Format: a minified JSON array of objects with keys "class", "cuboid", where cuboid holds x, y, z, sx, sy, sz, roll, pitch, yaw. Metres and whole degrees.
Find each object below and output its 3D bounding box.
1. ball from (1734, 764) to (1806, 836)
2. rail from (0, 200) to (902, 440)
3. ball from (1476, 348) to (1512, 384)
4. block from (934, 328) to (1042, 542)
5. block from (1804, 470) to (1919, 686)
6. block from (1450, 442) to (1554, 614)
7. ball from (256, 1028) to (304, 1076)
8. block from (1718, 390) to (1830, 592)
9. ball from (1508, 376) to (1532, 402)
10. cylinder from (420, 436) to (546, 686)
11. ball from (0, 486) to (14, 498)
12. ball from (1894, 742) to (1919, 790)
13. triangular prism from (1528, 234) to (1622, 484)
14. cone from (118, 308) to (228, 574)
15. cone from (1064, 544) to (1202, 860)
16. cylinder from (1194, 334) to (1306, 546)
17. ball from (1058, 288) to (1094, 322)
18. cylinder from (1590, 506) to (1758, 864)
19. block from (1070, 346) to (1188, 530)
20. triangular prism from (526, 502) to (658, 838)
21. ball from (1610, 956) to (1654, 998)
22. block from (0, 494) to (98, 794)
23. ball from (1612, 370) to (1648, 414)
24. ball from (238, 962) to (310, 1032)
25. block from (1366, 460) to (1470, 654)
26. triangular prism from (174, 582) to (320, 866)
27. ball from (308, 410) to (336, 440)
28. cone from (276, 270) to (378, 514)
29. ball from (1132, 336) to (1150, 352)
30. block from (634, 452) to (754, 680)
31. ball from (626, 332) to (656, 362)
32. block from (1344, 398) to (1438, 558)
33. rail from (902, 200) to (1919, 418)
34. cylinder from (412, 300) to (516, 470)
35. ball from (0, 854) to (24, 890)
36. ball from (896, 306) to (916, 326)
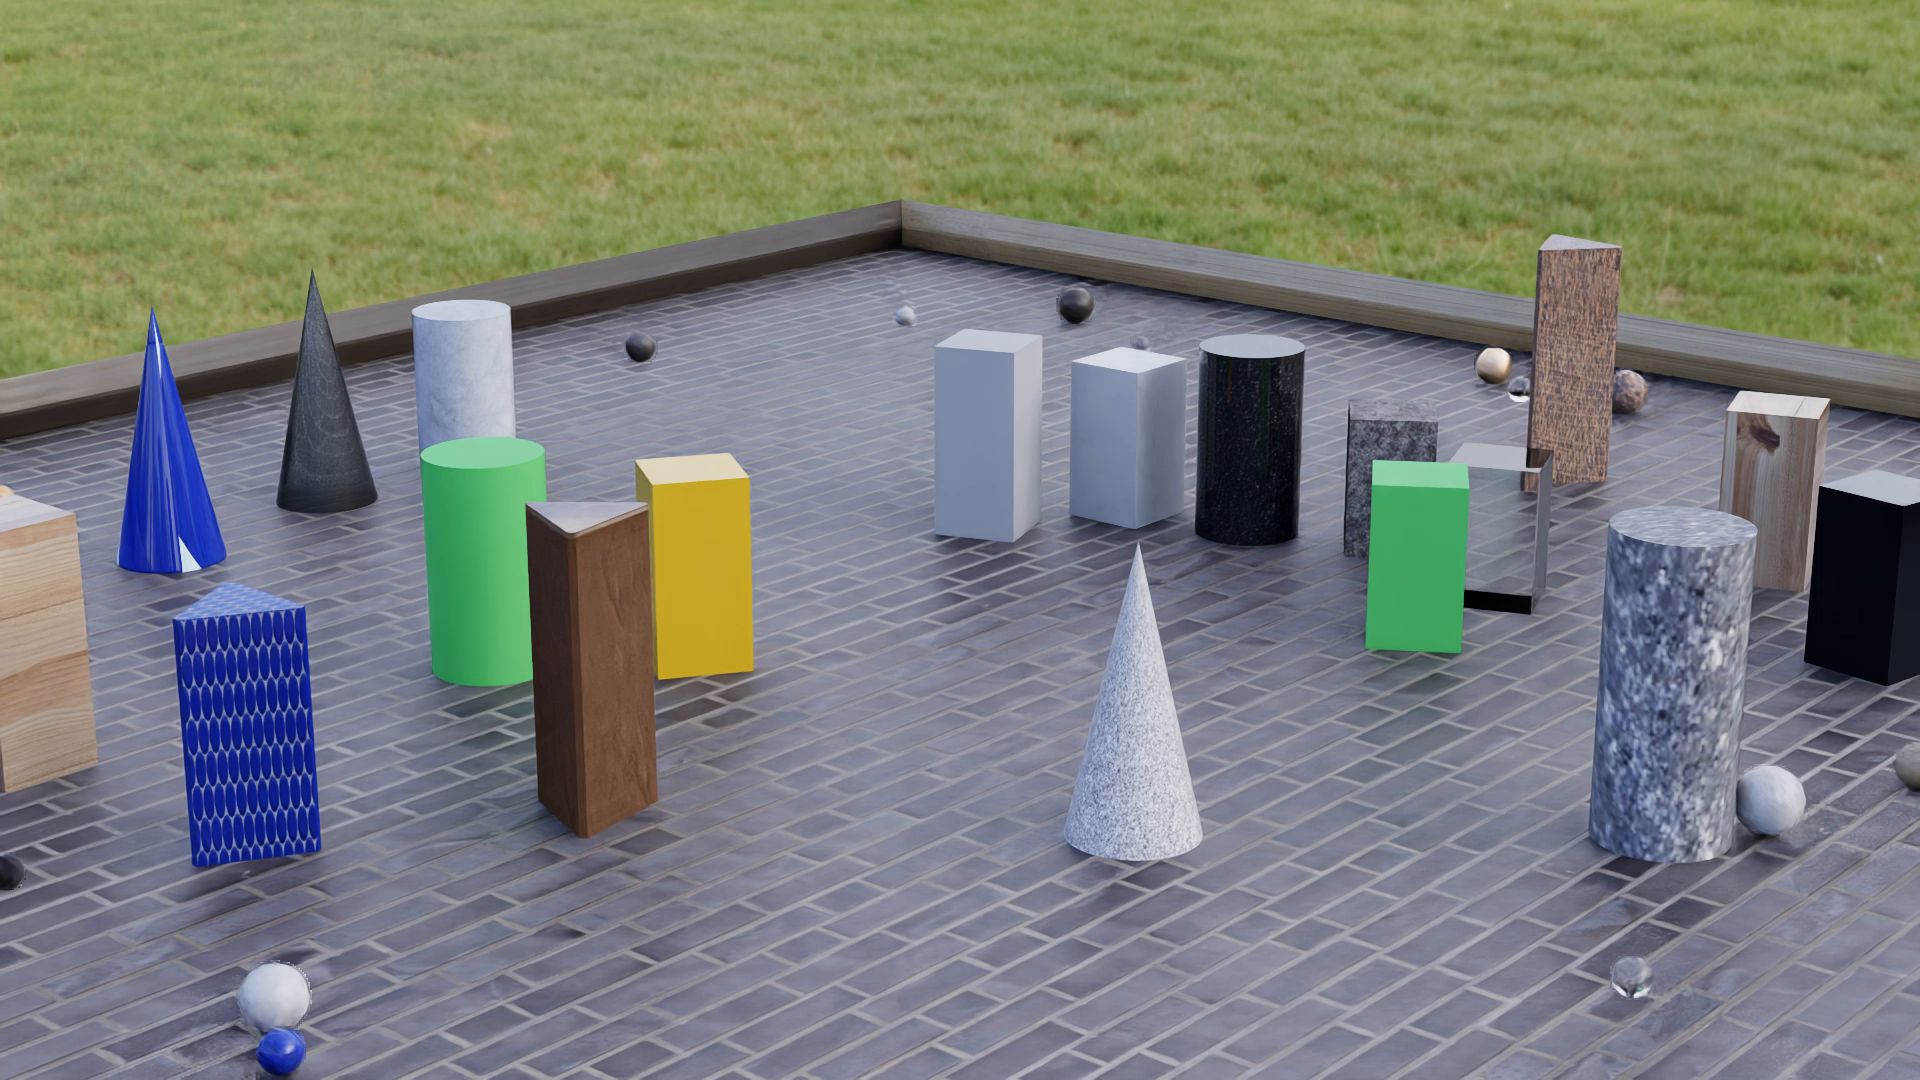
[{"class":"ball","cuboid":[1.122,0.361,4.067,0.098,0.098,0.098,0,17,0]},{"class":"rail","cuboid":[-1.646,-0.381,6.488,0.045,0.127,4.579,14,22,39]},{"class":"ball","cuboid":[1.205,-0.394,6.612,0.082,0.082,0.082,0,17,0]},{"class":"block","cuboid":[0.053,-0.196,5.476,0.156,0.360,0.156,6,18,20]},{"class":"block","cuboid":[1.488,0.059,4.736,0.156,0.299,0.156,-13,21,-38]},{"class":"block","cuboid":[0.931,-0.022,5.083,0.156,0.253,0.156,6,18,19]},{"class":"ball","cuboid":[-0.786,0.592,3.392,0.054,0.054,0.054,0,17,0]},{"class":"block","cuboid":[1.438,-0.088,5.197,0.156,0.314,0.156,7,18,22]},{"class":"ball","cuboid":[1.233,-0.330,6.444,0.058,0.058,0.058,0,17,0]},{"class":"cylinder","cuboid":[-0.759,0.033,4.716,0.195,0.360,0.195,0,17,0]},{"class":"ball","cuboid":[-1.845,-0.083,5.648,0.043,0.043,0.043,0,17,0]},{"class":"ball","cuboid":[1.389,0.327,4.248,0.068,0.068,0.068,0,17,0]},{"class":"triangular prism","cuboid":[1.194,-0.361,5.828,0.169,0.472,0.146,-3,17,-9]},{"class":"cone","cuboid":[-1.435,-0.193,5.274,0.195,0.471,0.195,0,17,0]},{"class":"cone","cuboid":[0.242,0.205,4.030,0.195,0.426,0.195,0,17,0]},{"class":"cylinder","cuboid":[0.538,-0.187,5.454,0.195,0.355,0.195,0,17,0]},{"class":"ball","cuboid":[0.285,-0.578,7.213,0.088,0.088,0.088,0,17,0]},{"class":"cylinder","cuboid":[0.975,0.196,4.019,0.195,0.450,0.195,0,17,0]},{"class":"block","cuboid":[0.319,-0.196,5.577,0.156,0.301,0.156,14,21,38]},{"class":"triangular prism","cuboid":[-0.542,0.171,4.115,0.146,0.443,0.169,10,19,30]},{"class":"ball","cuboid":[0.822,0.535,3.587,0.051,0.051,0.051,0,17,0]},{"class":"block","cuboid":[-1.388,0.149,4.284,0.156,0.386,0.156,14,21,38]},{"class":"ball","cuboid":[1.442,-0.320,6.347,0.095,0.095,0.095,0,17,0]},{"class":"ball","cuboid":[-0.818,0.546,3.495,0.083,0.083,0.083,0,17,0]},{"class":"block","cuboid":[0.759,0.026,4.874,0.156,0.282,0.156,2,17,8]},{"class":"triangular prism","cuboid":[-0.983,0.246,4.023,0.169,0.352,0.146,-6,18,-18]},{"class":"ball","cuboid":[-1.337,-0.241,6.144,0.060,0.060,0.060,0,17,0]},{"class":"cone","cuboid":[-1.233,-0.300,5.645,0.195,0.461,0.195,0,17,0]},{"class":"ball","cuboid":[0.425,-0.456,6.880,0.046,0.046,0.046,0,17,0]},{"class":"block","cuboid":[-0.431,0.041,4.751,0.156,0.325,0.156,-5,17,-15]},{"class":"ball","cuboid":[-0.742,-0.449,6.815,0.070,0.070,0.070,0,17,0]},{"class":"block","cuboid":[0.788,-0.113,5.375,0.156,0.258,0.156,2,17,6]},{"class":"rail","cuboid":[1.485,-0.462,6.758,4.407,0.127,0.045,14,22,39]},{"class":"cylinder","cuboid":[-0.994,-0.303,5.892,0.195,0.325,0.195,0,17,0]},{"class":"ball","cuboid":[-1.270,0.442,3.904,0.045,0.045,0.045,0,17,0]},{"class":"ball","cuboid":[-0.133,-0.546,7.175,0.049,0.049,0.049,0,17,0]}]
